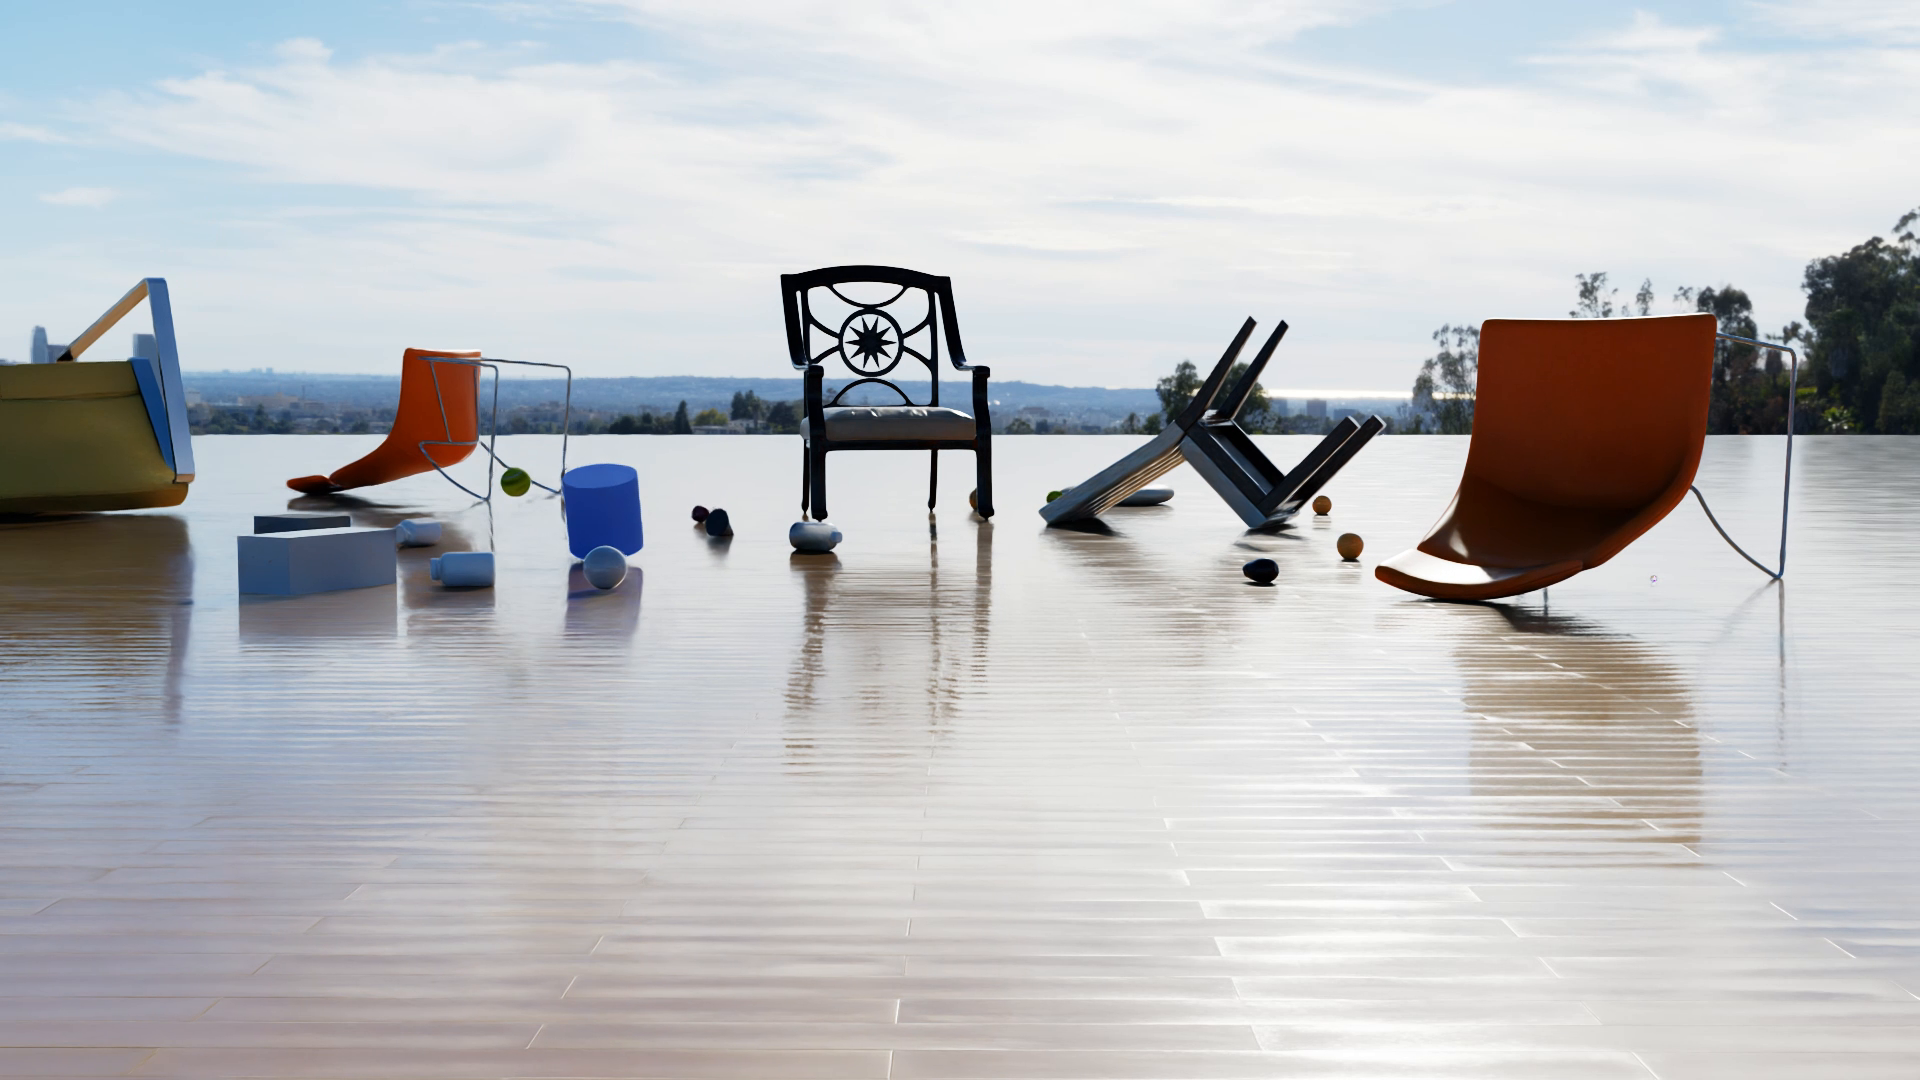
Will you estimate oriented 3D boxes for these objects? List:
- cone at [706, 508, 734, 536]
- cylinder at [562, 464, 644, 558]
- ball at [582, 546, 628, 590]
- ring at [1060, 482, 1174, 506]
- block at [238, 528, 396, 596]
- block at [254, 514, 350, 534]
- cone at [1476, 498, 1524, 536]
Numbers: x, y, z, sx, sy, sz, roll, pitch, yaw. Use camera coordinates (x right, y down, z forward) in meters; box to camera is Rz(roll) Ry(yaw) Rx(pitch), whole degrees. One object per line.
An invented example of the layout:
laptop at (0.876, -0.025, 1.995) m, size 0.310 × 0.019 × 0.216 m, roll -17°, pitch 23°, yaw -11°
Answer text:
cone at (-0.719, -0.035, 6.748) m, size 0.085 × 0.109 × 0.086 m, roll -37°, pitch -43°, yaw 12°
cylinder at (-0.945, -0.076, 5.828) m, size 0.196 × 0.201 × 0.204 m, roll -15°, pitch 24°, yaw -31°
ball at (-0.794, 0.062, 4.924) m, size 0.099 × 0.099 × 0.099 m, roll 0°, pitch 4°, yaw 0°
ring at (0.619, -0.182, 8.661) m, size 0.451 × 0.073 × 0.417 m, roll 0°, pitch 4°, yaw 3°
block at (-1.449, 0.045, 4.971) m, size 0.152 × 0.126 × 0.340 m, roll 2°, pitch 4°, yaw 27°
block at (-1.808, -0.016, 6.050) m, size 0.211 × 0.100 × 0.155 m, roll 2°, pitch 5°, yaw 32°
cone at (1.698, -0.045, 6.803) m, size 0.144 × 0.120 × 0.136 m, roll -8°, pitch 32°, yaw -29°
